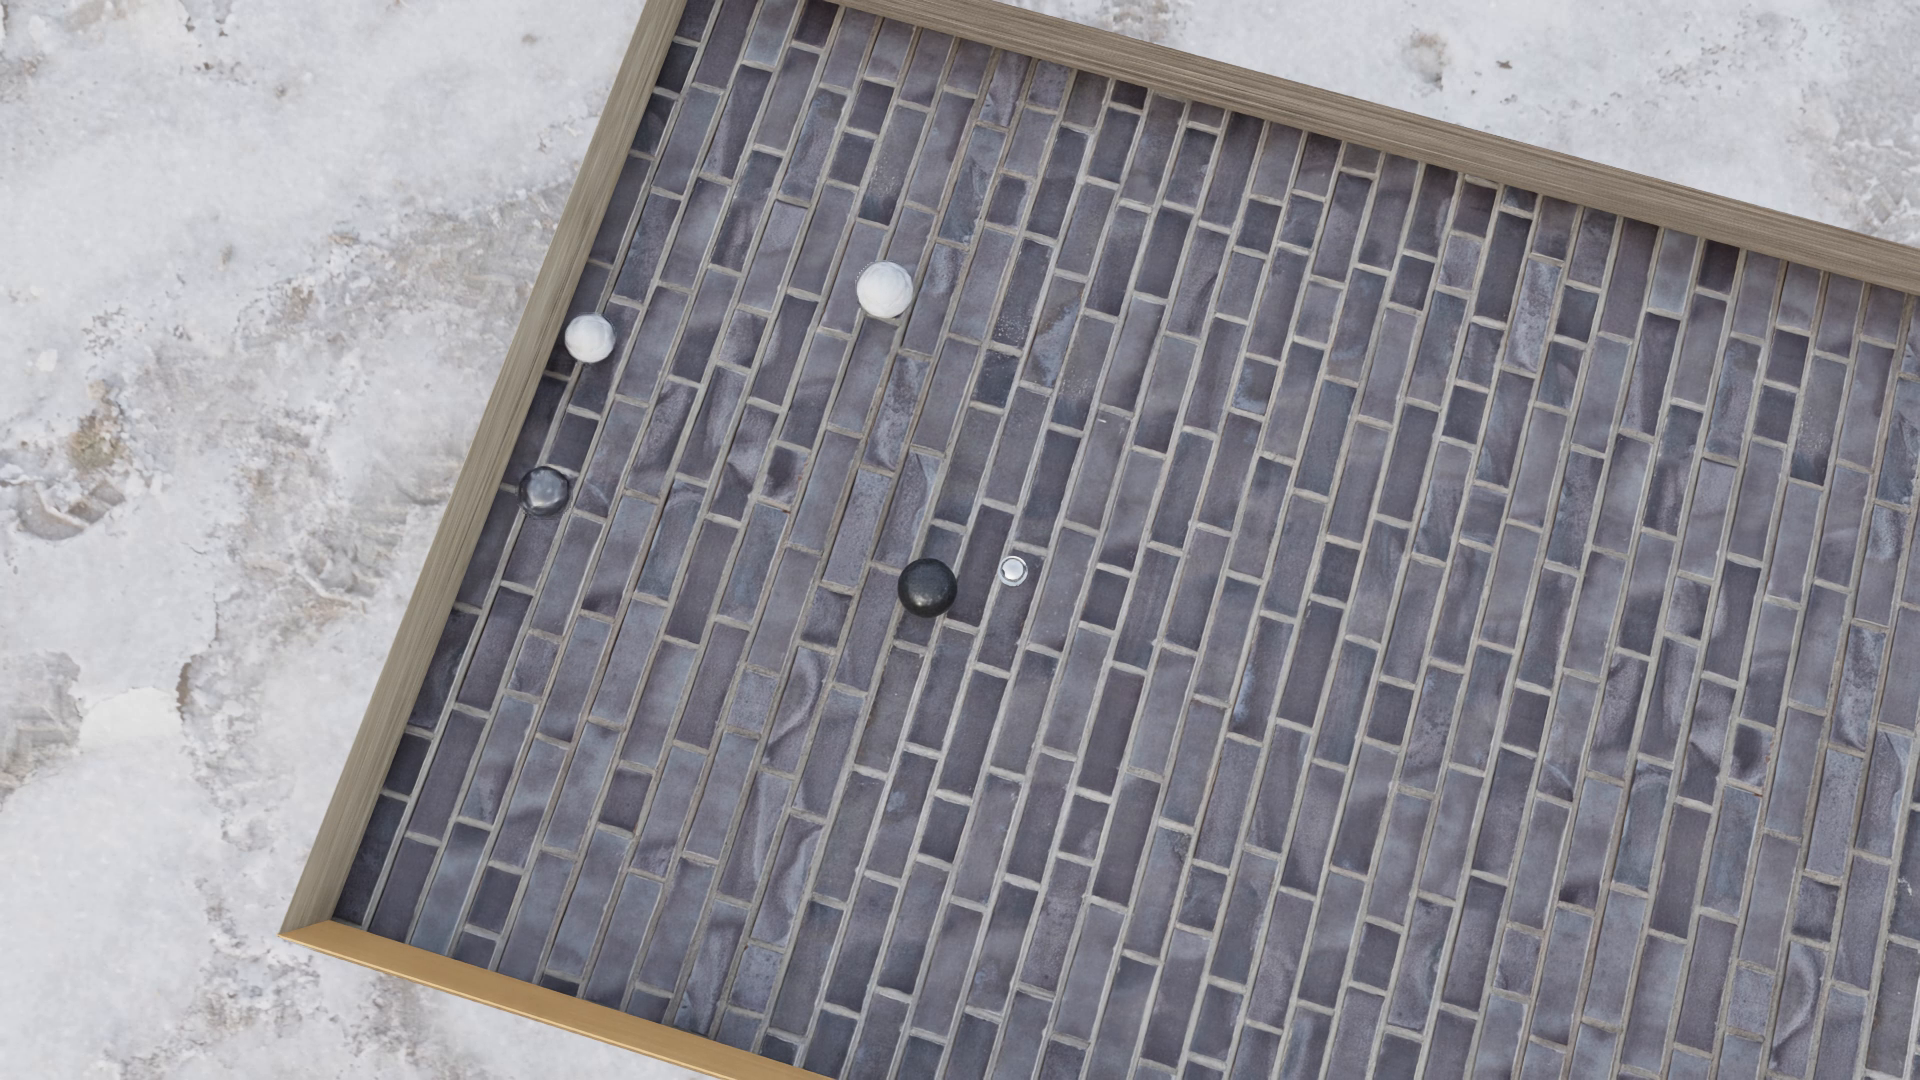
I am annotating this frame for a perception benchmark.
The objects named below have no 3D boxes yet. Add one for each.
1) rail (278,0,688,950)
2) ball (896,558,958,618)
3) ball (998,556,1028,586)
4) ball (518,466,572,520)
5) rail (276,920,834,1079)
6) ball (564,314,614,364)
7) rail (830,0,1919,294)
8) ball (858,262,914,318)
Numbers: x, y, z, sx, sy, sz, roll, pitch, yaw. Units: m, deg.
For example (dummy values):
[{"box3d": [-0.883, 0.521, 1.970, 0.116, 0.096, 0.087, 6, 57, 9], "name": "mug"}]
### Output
[{"box3d": [-0.694, -0.209, 3.428, 0.045, 0.120, 1.744, 16, 73, 5], "name": "rail"}, {"box3d": [-0.050, 0.073, 3.355, 0.093, 0.093, 0.093, 0, 73, 0], "name": "ball"}, {"box3d": [0.081, 0.048, 3.387, 0.046, 0.046, 0.046, 0, 73, 0], "name": "ball"}, {"box3d": [-0.644, -0.073, 3.406, 0.082, 0.082, 0.082, 0, 73, 0], "name": "ball"}, {"box3d": [0.470, 0.976, 3.056, 2.998, 0.120, 0.045, 16, 73, 5], "name": "rail"}, {"box3d": [-0.587, -0.319, 3.485, 0.079, 0.079, 0.079, 0, 73, 0], "name": "ball"}, {"box3d": [0.964, -0.572, 3.542, 2.998, 0.120, 0.045, 16, 73, 5], "name": "rail"}, {"box3d": [-0.119, -0.399, 3.504, 0.090, 0.090, 0.090, 0, 73, 0], "name": "ball"}]
